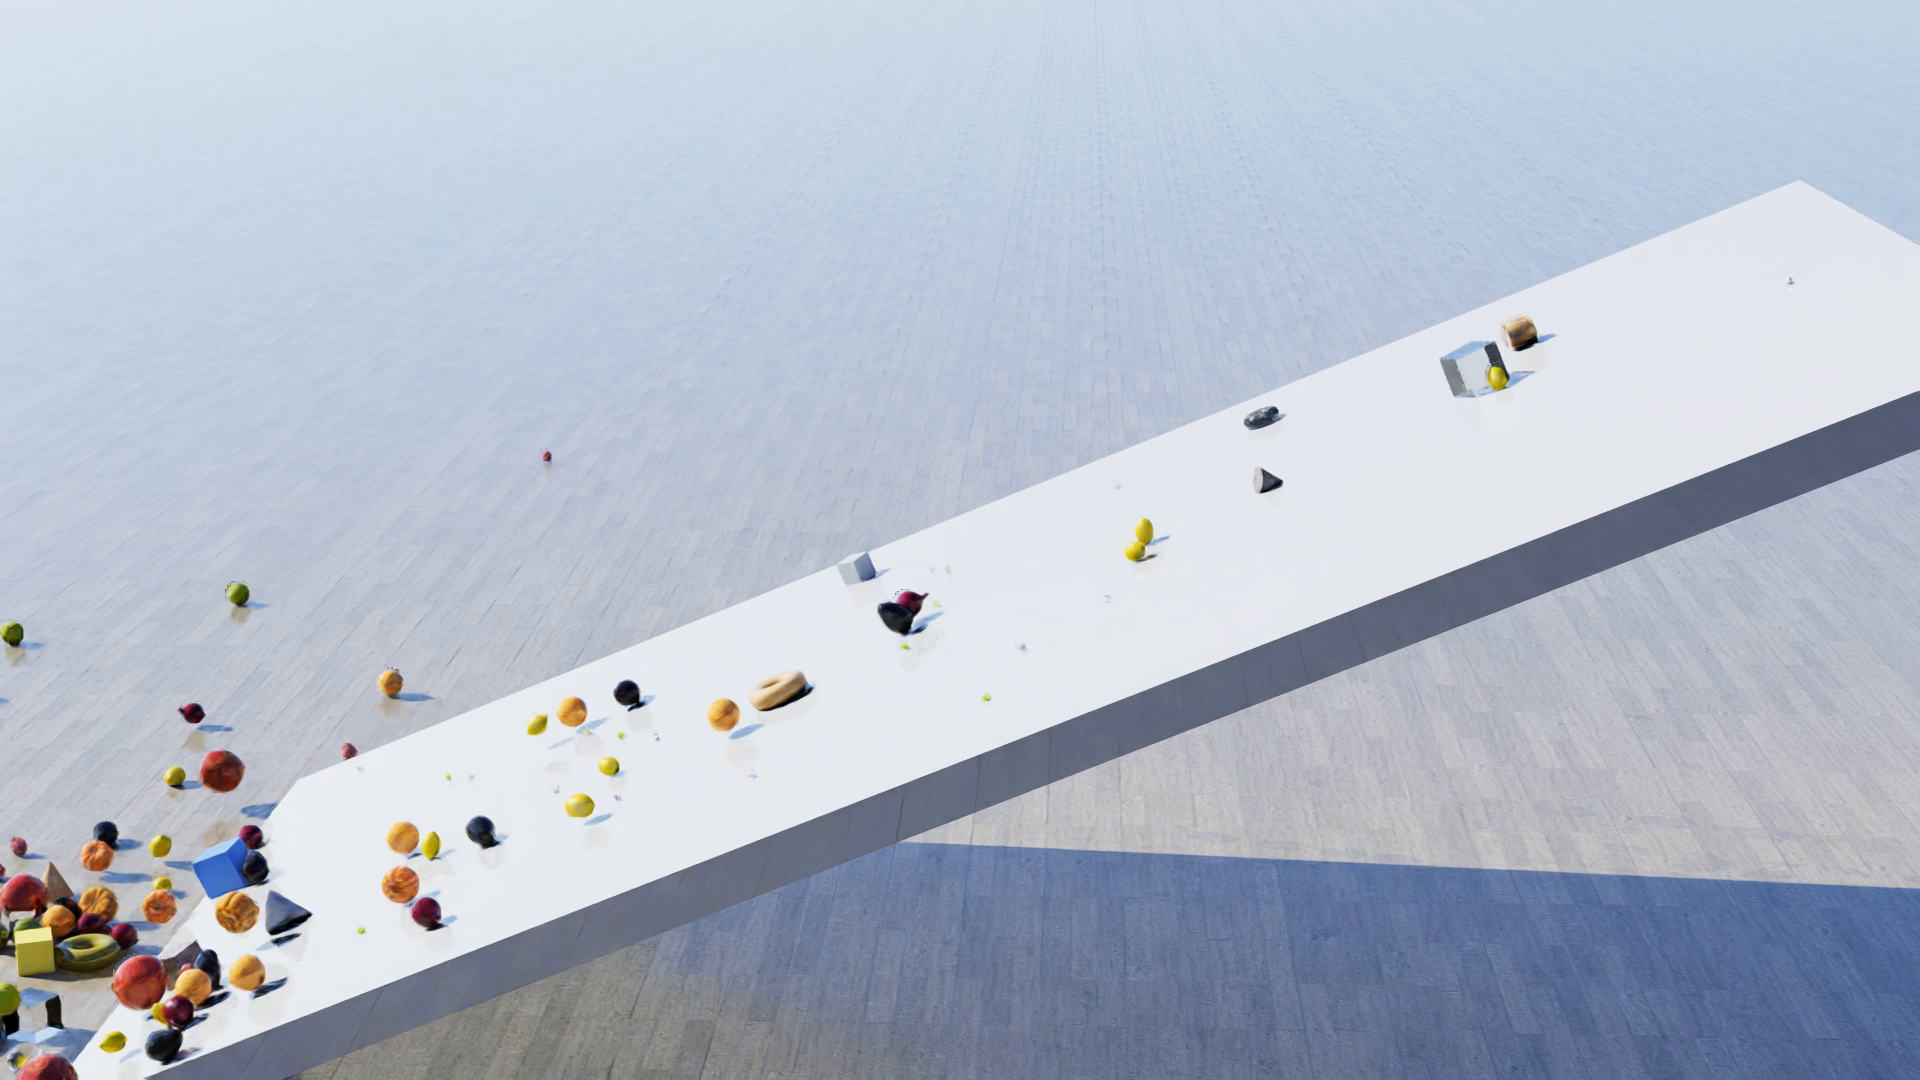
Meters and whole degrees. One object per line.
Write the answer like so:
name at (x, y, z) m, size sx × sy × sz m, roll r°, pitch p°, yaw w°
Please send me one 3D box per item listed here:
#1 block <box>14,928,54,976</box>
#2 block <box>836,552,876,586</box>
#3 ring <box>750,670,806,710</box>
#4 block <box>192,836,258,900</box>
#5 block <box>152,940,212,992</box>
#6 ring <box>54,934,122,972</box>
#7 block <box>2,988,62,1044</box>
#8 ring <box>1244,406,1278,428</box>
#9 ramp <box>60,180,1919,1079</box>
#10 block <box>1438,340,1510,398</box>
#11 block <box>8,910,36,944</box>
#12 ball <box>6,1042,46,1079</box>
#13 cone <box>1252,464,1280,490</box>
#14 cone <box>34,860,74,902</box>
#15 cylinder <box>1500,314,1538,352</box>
block at (-2.059, 0.916, 6.544) m, size 0.077 × 0.077 × 0.077 m, roll -5°, pitch 15°, yaw -19°
block at (-0.247, 0.069, 7.035) m, size 0.058 × 0.058 × 0.058 m, roll -11°, pitch 17°, yaw 44°
ring at (-0.388, 0.319, 6.271) m, size 0.132 × 0.044 × 0.132 m, roll -24°, pitch 11°, yaw 5°
block at (-1.674, 0.747, 6.701) m, size 0.092 × 0.092 × 0.092 m, roll -21°, pitch 13°, yaw 12°
block at (-1.607, 0.879, 6.071) m, size 0.071 × 0.071 × 0.071 m, roll -16°, pitch 15°, yaw 32°
ring at (-1.952, 0.923, 6.576) m, size 0.148 × 0.049 × 0.148 m, roll -1°, pitch 13°, yaw 0°
block at (-1.954, 1.002, 6.198) m, size 0.082 × 0.082 × 0.082 m, roll 6°, pitch 16°, yaw 24°
ring at (0.703, -0.286, 6.865) m, size 0.089 × 0.030 × 0.089 m, roll -23°, pitch 11°, yaw 5°
ramp at (0.127, 0.172, 6.287) m, size 4.000 × 0.100 × 2.000 m, roll -22°, pitch 12°, yaw 8°
block at (1.106, -0.367, 6.321) m, size 0.092 × 0.092 × 0.092 m, roll -27°, pitch 13°, yaw -18°
block at (-2.140, 0.883, 6.718) m, size 0.054 × 0.054 × 0.054 m, roll -3°, pitch 15°, yaw -13°
ball at (-1.877, 1.046, 5.913) m, size 0.073 × 0.073 × 0.073 m, roll 0°, pitch 14°, yaw 0°
cone at (0.663, -0.127, 6.275) m, size 0.059 × 0.059 × 0.059 m, roll 16°, pitch 6°, yaw -28°
cone at (-2.151, 0.800, 6.969) m, size 0.091 × 0.091 × 0.091 m, roll 0°, pitch 14°, yaw 0°
cylinder at (1.241, -0.460, 6.537) m, size 0.063 × 0.063 × 0.063 m, roll -24°, pitch 17°, yaw -4°
